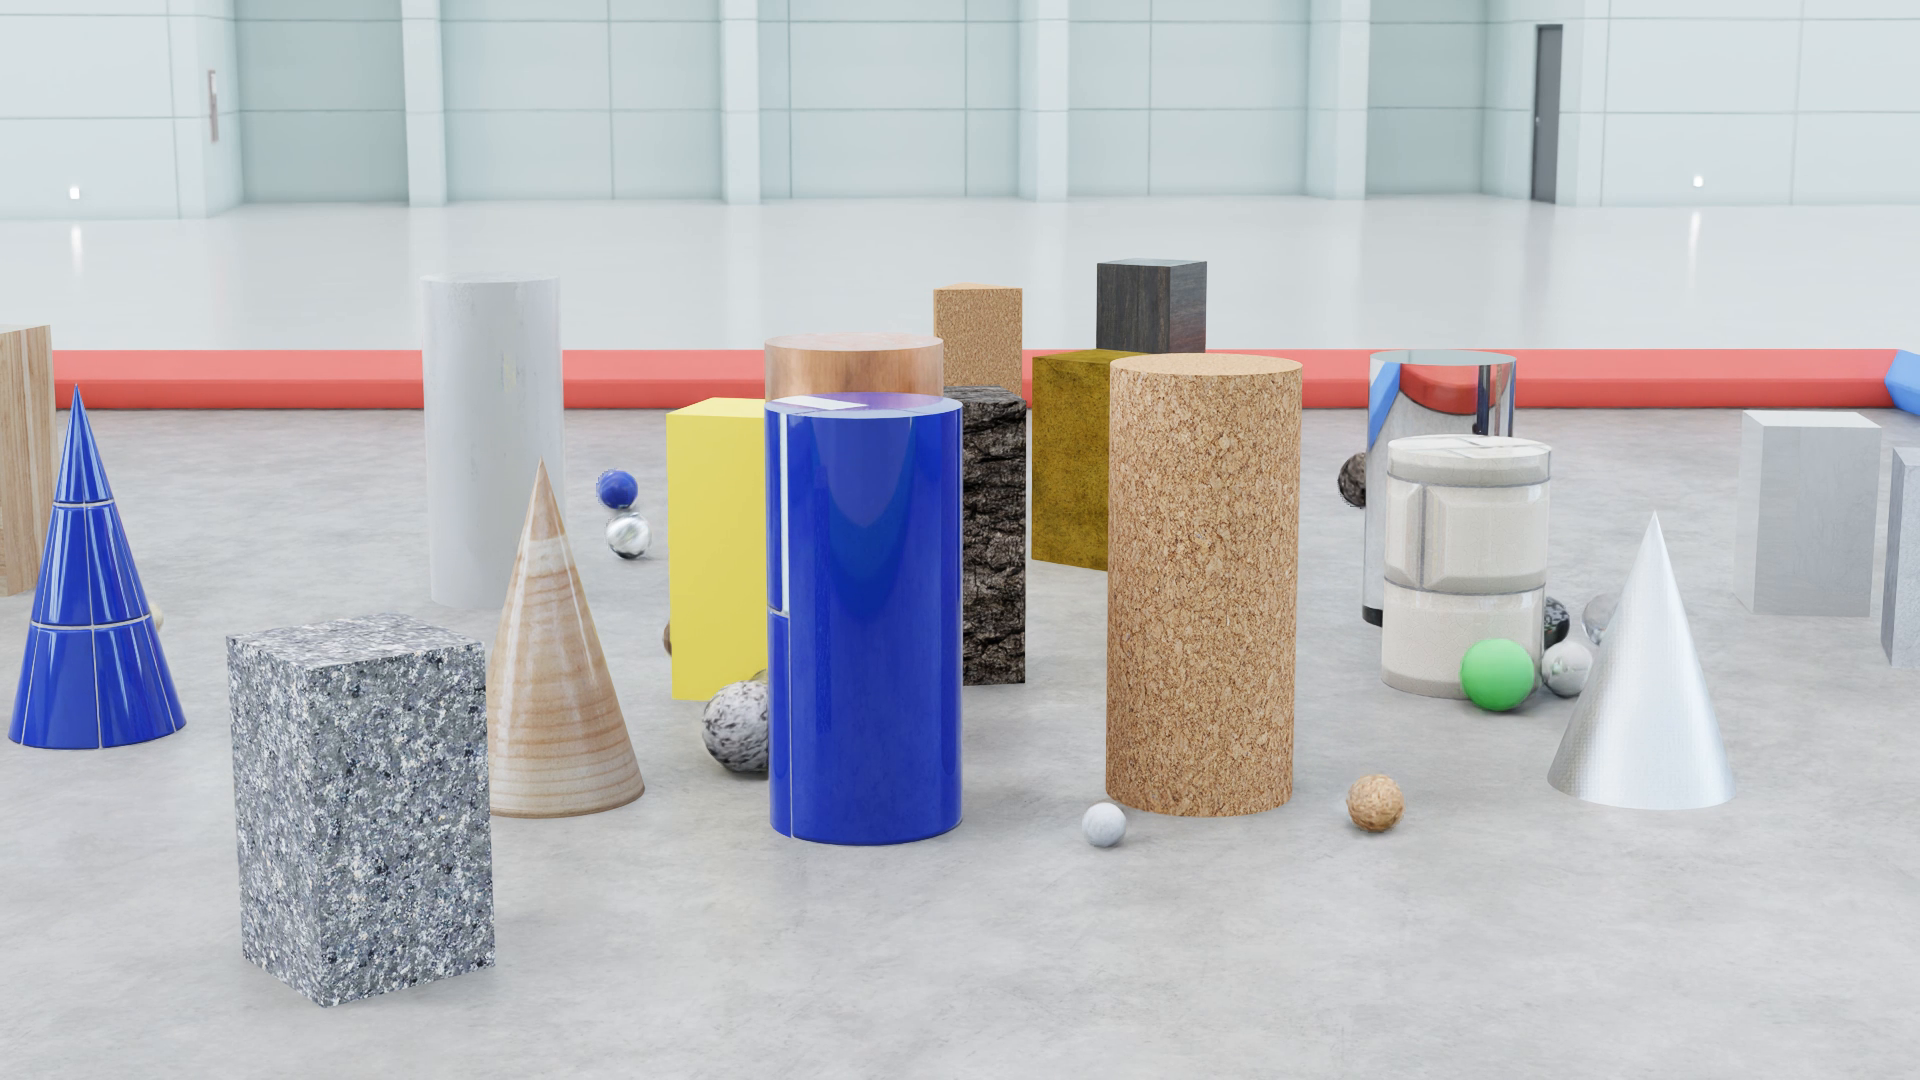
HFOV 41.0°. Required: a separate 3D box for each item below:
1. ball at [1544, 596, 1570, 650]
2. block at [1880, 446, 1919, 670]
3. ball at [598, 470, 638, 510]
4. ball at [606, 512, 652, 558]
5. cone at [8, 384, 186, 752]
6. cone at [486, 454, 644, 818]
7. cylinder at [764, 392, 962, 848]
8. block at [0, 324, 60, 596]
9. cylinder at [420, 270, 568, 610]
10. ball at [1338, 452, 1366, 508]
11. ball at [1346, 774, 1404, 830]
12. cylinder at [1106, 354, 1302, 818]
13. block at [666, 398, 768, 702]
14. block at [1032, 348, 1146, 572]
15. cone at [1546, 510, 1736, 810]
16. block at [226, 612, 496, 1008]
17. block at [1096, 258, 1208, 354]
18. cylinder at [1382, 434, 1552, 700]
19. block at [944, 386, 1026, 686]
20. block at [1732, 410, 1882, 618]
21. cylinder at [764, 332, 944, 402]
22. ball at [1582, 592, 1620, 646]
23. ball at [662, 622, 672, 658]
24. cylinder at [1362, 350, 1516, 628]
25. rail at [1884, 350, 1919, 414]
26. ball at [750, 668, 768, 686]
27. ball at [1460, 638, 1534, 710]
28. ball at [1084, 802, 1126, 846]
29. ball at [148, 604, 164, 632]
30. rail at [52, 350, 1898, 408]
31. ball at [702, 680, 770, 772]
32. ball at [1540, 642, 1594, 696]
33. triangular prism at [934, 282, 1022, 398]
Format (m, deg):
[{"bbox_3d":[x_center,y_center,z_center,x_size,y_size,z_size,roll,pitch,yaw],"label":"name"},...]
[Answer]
[{"bbox_3d":[0.731,0.104,3.216,0.067,0.067,0.067,0,11,0],"label":"ball"},{"bbox_3d":[1.226,0.023,3.154,0.151,0.250,0.151,3,11,14],"label":"block"},{"bbox_3d":[-0.563,-0.083,4.223,0.066,0.066,0.066,0,11,0],"label":"ball"},{"bbox_3d":[-0.490,-0.007,3.806,0.069,0.069,0.069,0,11,0],"label":"ball"},{"bbox_3d":[-0.953,0.019,2.801,0.188,0.386,0.188,0,11,0],"label":"cone"},{"bbox_3d":[-0.413,0.085,2.562,0.188,0.345,0.188,0,11,0],"label":"cone"},{"bbox_3d":[-0.091,0.072,2.464,0.188,0.406,0.188,0,11,0],"label":"cylinder"},{"bbox_3d":[-1.371,-0.115,3.590,0.151,0.361,0.151,2,11,12],"label":"block"},{"bbox_3d":[-0.636,-0.140,3.508,0.188,0.440,0.188,0,11,0],"label":"cylinder"},{"bbox_3d":[0.671,-0.099,4.239,0.092,0.092,0.092,0,11,0],"label":"ball"},{"bbox_3d":[0.398,0.251,2.460,0.055,0.055,0.055,0,11,0],"label":"ball"},{"bbox_3d":[0.242,0.040,2.558,0.188,0.434,0.188,0,11,0],"label":"cylinder"},{"bbox_3d":[-0.241,0.011,2.992,0.151,0.332,0.151,3,11,15],"label":"block"},{"bbox_3d":[0.212,-0.121,3.783,0.151,0.301,0.151,9,14,40],"label":"block"},{"bbox_3d":[0.696,0.109,2.596,0.188,0.285,0.188,0,11,0],"label":"cone"},{"bbox_3d":[-0.485,0.212,2.079,0.151,0.271,0.151,-8,14,-38],"label":"block"},{"bbox_3d":[0.355,-0.334,4.762,0.151,0.362,0.151,6,12,31],"label":"block"},{"bbox_3d":[0.597,0.029,3.030,0.188,0.283,0.188,0,11,0],"label":"cylinder"},{"bbox_3d":[-0.011,-0.007,3.073,0.151,0.338,0.151,-2,11,-11],"label":"block"},{"bbox_3d":[1.141,-0.038,3.465,0.151,0.254,0.151,1,11,6],"label":"block"},{"bbox_3d":[-0.112,0.005,2.740,0.188,0.436,0.188,0,11,0],"label":"cylinder"},{"bbox_3d":[0.817,0.102,3.221,0.070,0.070,0.070,0,11,0],"label":"ball"},{"bbox_3d":[-0.333,0.120,3.142,0.063,0.063,0.063,0,11,0],"label":"ball"},{"bbox_3d":[0.628,-0.067,3.367,0.188,0.348,0.188,0,11,0],"label":"cylinder"},{"bbox_3d":[1.990,0.029,3.461,0.045,0.122,4.099,0,11,0],"label":"rail"},{"bbox_3d":[-0.215,0.171,2.903,0.051,0.051,0.051,0,11,0],"label":"ball"},{"bbox_3d":[0.611,0.152,2.915,0.083,0.083,0.083,0,11,0],"label":"ball"},{"bbox_3d":[0.136,0.267,2.413,0.041,0.041,0.041,0,11,0],"label":"ball"},{"bbox_3d":[-1.041,0.103,3.281,0.045,0.045,0.045,0,11,0],"label":"ball"},{"bbox_3d":[-0.012,-0.340,5.441,4.028,0.122,0.045,0,11,0],"label":"rail"},{"bbox_3d":[-0.221,0.193,2.664,0.094,0.094,0.094,0,11,0],"label":"ball"},{"bbox_3d":[0.706,0.149,2.982,0.064,0.064,0.064,0,11,0],"label":"ball"},{"bbox_3d":[0.021,-0.313,4.764,0.163,0.319,0.141,-2,11,-10],"label":"triangular prism"}]
